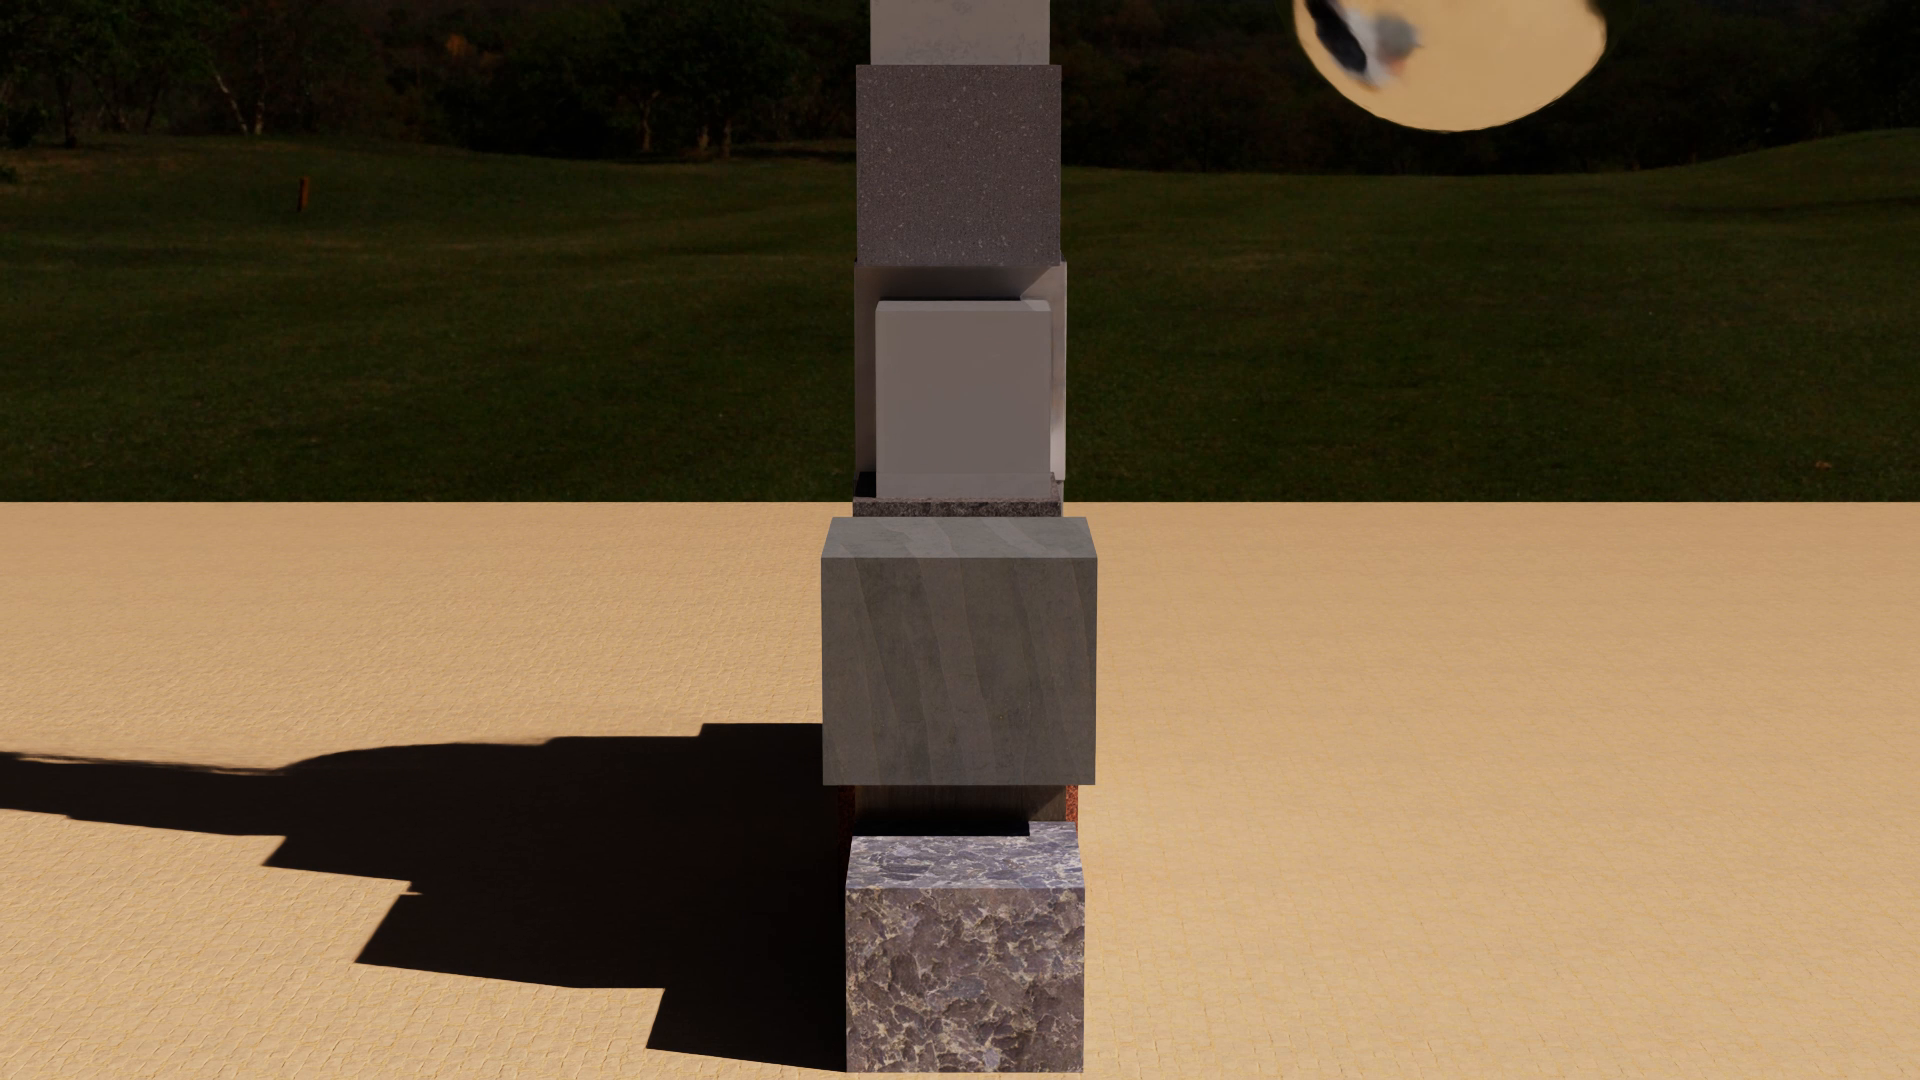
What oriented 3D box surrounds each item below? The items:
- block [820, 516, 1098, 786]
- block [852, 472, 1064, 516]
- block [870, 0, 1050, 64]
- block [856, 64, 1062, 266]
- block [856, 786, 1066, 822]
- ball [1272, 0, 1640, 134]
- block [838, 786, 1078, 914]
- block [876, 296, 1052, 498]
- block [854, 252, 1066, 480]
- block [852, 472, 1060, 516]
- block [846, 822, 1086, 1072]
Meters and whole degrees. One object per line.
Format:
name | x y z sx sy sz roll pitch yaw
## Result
block | -0.003 0.408 9.865 1.010 0.859 0.875 0 10 0
block | -0.008 0.099 11.586 0.905 0.905 0.978 0 10 0
block | 0.000 -2.391 10.746 0.729 0.791 0.712 0 10 0
block | -0.005 -1.600 10.889 0.836 0.817 0.788 0 10 0
block | 0.002 1.222 10.320 0.807 0.904 0.920 0 10 0
ball | 2.074 -2.508 10.724 1.600 1.600 1.600 0 10 0
block | -0.009 1.066 11.248 1.011 0.878 0.943 0 10 0
block | 0.013 -0.601 10.597 0.700 0.752 0.680 0 10 0
block | 0.002 -0.800 11.386 0.900 0.935 0.924 0 10 0
block | -0.013 0.229 10.695 0.831 0.915 0.802 0 10 0
block | 0.018 1.487 9.474 0.843 0.684 0.818 0 10 0
